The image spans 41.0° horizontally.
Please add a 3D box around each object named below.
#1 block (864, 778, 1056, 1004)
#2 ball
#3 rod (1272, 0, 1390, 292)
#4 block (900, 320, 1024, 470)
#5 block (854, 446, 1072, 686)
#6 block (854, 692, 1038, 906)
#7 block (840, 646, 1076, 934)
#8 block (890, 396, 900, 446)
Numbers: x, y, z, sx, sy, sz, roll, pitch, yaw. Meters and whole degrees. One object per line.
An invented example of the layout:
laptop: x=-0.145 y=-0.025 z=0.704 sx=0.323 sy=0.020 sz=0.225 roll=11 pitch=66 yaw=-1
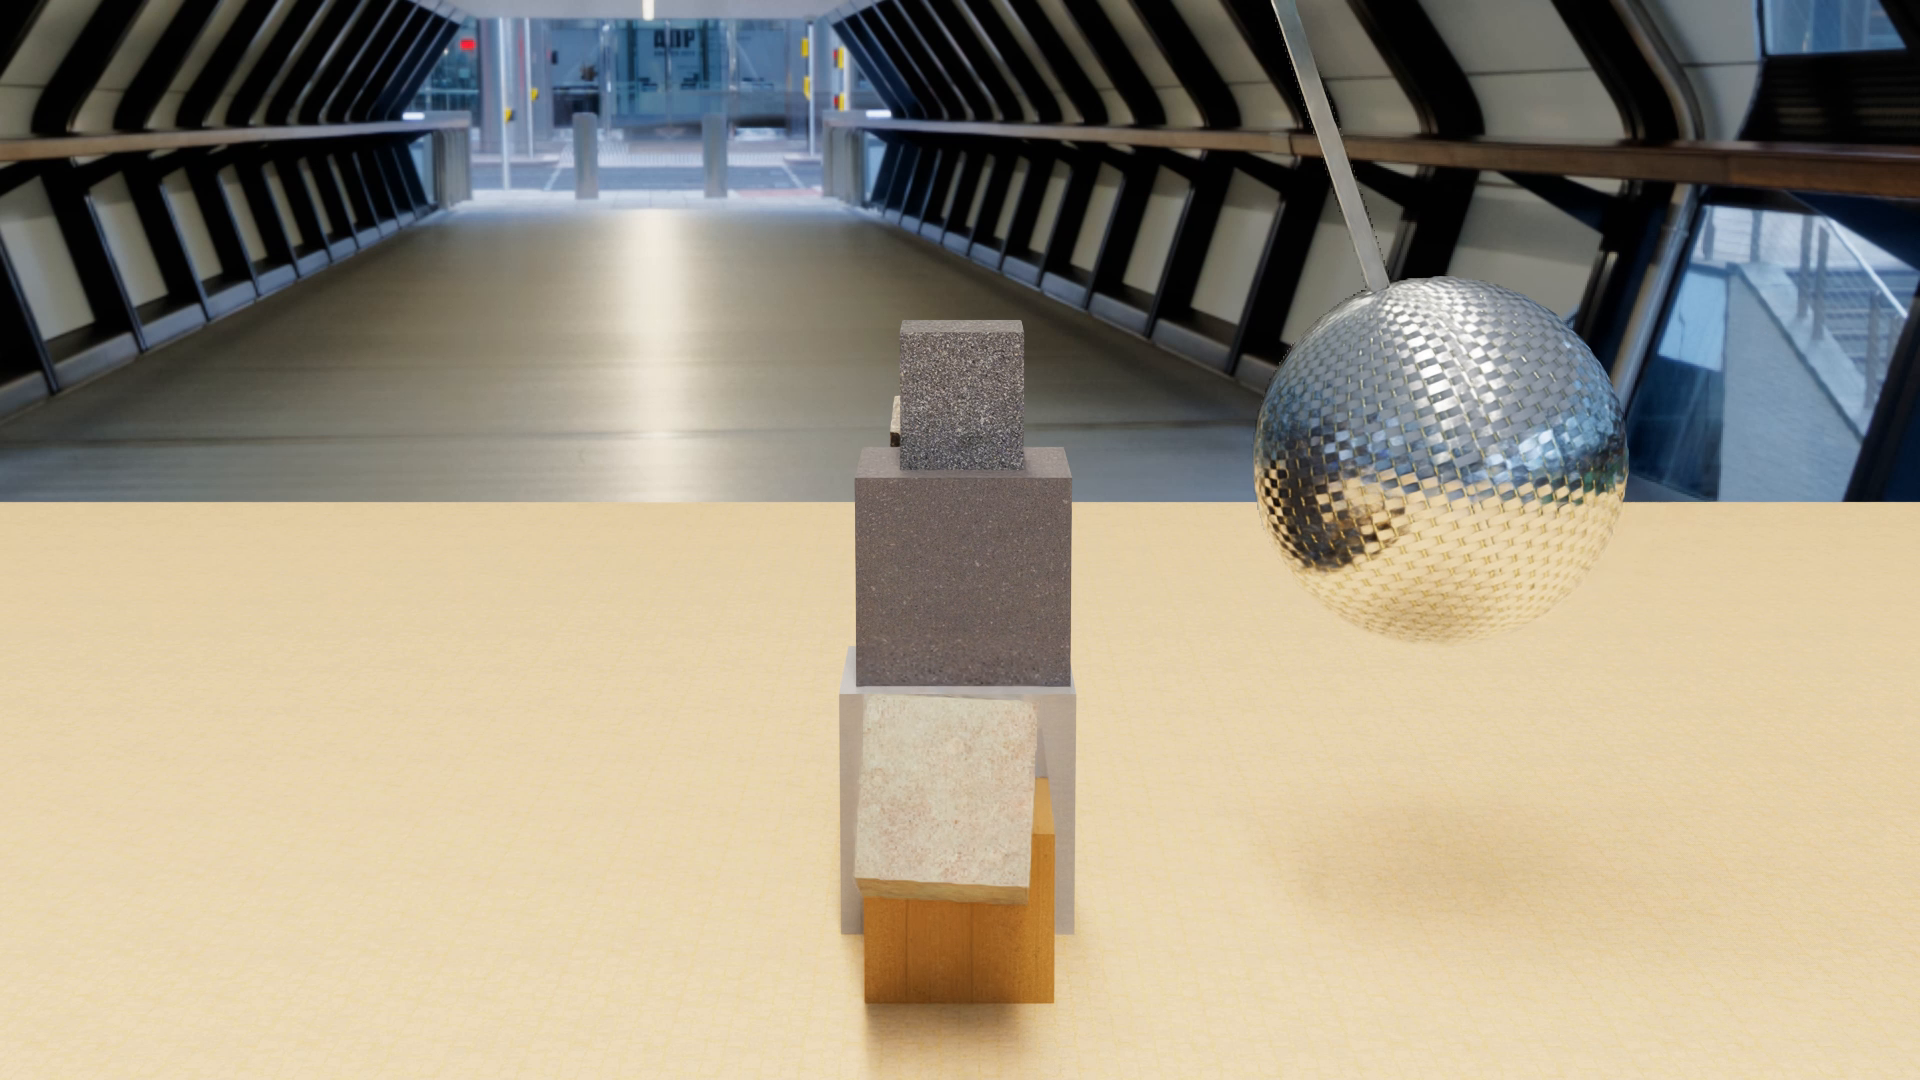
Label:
block: x=-0.002 y=1.372 z=10.142 sx=0.725 sy=0.672 sz=0.784 roll=0 pitch=10 yaw=0
ball: x=2.074 y=-0.340 z=11.119 sx=1.600 sy=1.600 sz=1.600 roll=0 pitch=10 yaw=0
rod: x=0.899 y=-3.479 z=10.548 sx=0.080 sy=5.200 sz=0.080 roll=-20 pitch=10 yaw=4
block: x=0.008 y=-0.617 z=10.799 sx=0.509 sy=0.568 sz=0.526 roll=0 pitch=10 yaw=0
block: x=0.014 y=0.098 z=10.887 sx=0.881 sy=0.869 sz=0.867 roll=0 pitch=10 yaw=0
block: x=-0.041 y=0.959 z=9.409 sx=0.618 sy=0.663 sz=0.608 roll=3 pitch=-14 yaw=2
block: x=-0.009 y=1.048 z=10.943 sx=0.964 sy=1.022 sz=0.885 roll=0 pitch=10 yaw=0
block: x=-0.022 y=-0.327 z=11.651 sx=0.566 sy=0.517 sz=0.497 roll=0 pitch=22 yaw=1
